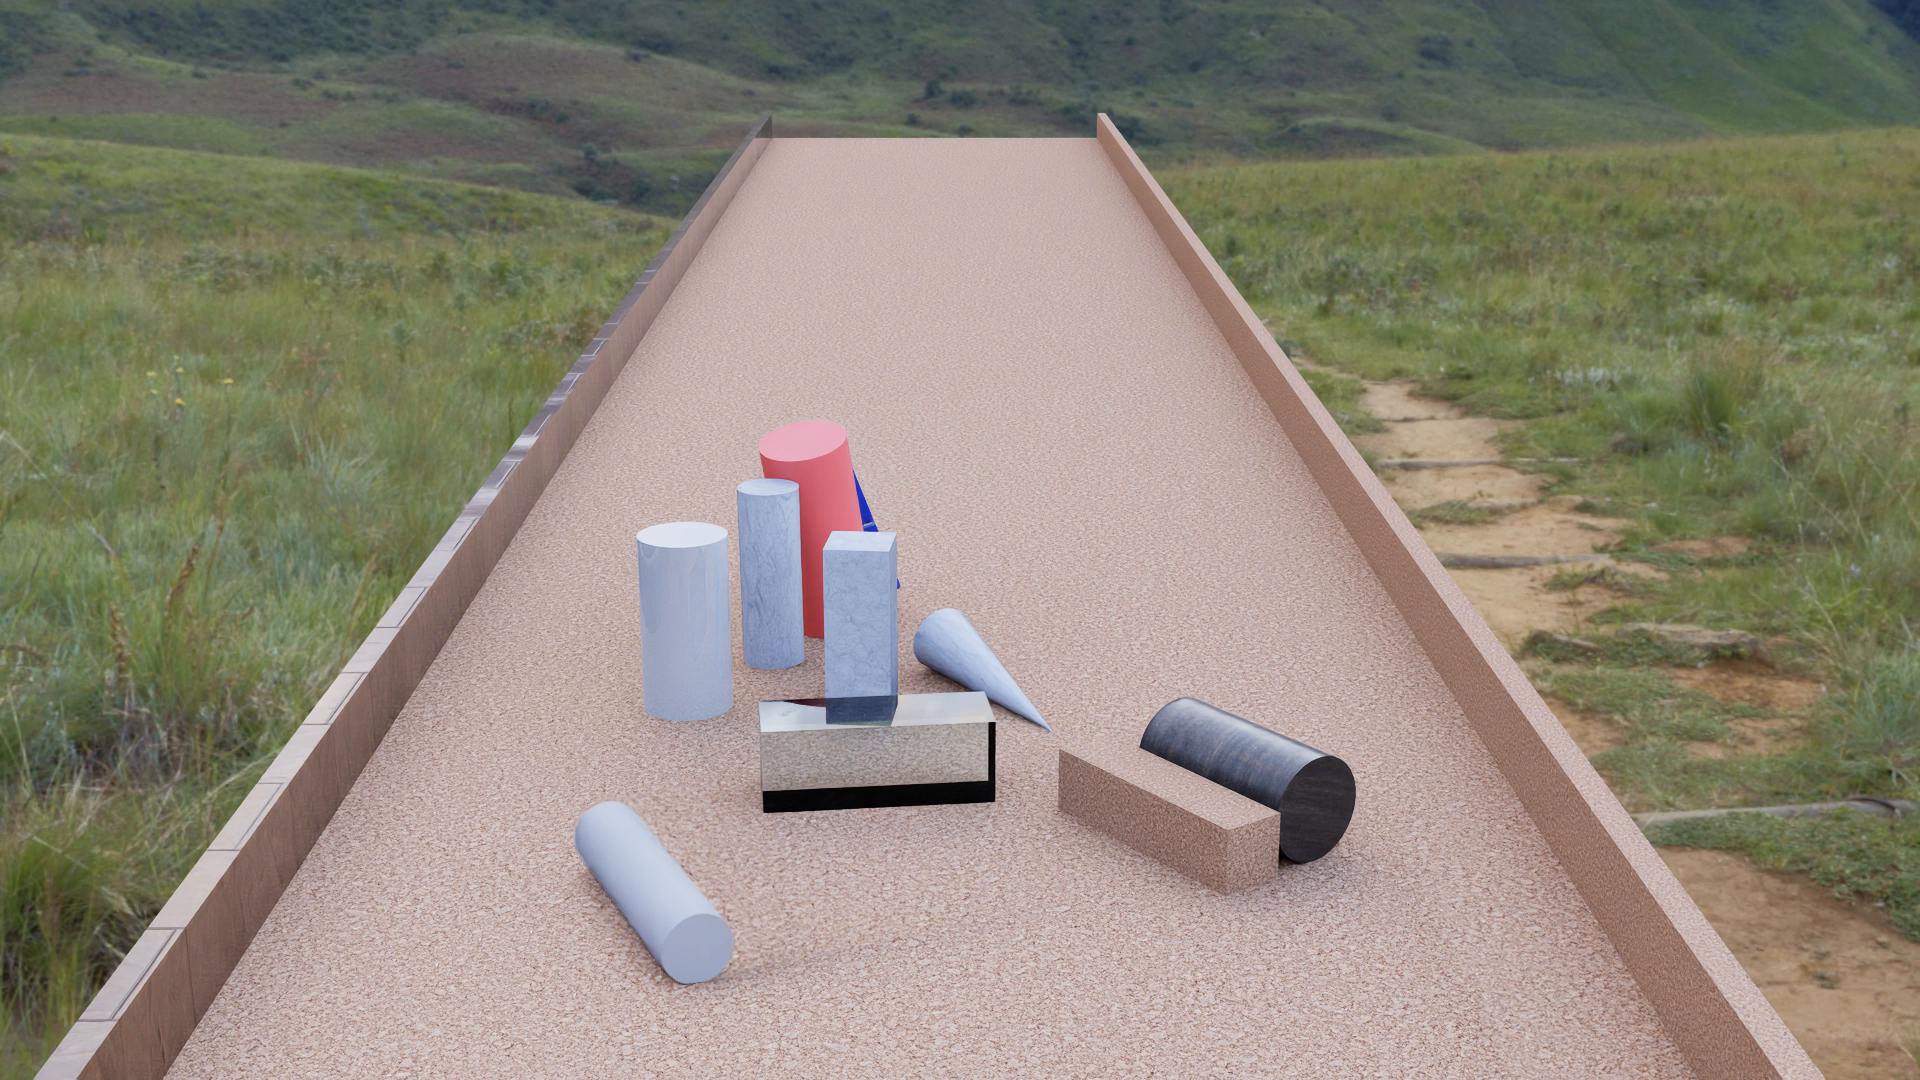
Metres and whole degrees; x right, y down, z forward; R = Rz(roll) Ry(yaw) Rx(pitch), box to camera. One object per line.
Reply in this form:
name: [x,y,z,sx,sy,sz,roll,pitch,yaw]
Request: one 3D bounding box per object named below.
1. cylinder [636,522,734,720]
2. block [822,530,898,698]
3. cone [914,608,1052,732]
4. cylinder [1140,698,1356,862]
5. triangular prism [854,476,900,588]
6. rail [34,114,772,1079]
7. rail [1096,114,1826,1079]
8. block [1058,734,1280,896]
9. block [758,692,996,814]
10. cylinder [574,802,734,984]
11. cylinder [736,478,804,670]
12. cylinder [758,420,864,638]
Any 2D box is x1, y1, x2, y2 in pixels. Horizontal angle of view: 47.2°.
cylinder: [-0.515,0.151,4.126,0.169,0.337,0.169,0,17,0]
block: [-0.186,0.154,4.149,0.123,0.319,0.123,1,17,5]
cone: [0.068,0.274,4.193,0.129,0.129,0.410,-10,28,-30]
cylinder: [0.467,0.389,3.607,0.178,0.178,0.328,-12,20,-35]
triangular prism: [-0.258,-0.047,4.687,0.144,0.351,0.125,-19,30,3]
rail: [-1.118,-0.838,7.780,0.050,0.150,12.000,0,17,-1]
rail: [0.932,-0.844,7.801,0.050,0.150,12.000,0,17,-1]
block: [0.332,0.439,3.558,0.110,0.110,0.412,-12,20,-34]
block: [-0.143,0.361,3.757,0.392,0.146,0.146,-2,17,-7]
cylinder: [-0.464,0.520,3.290,0.107,0.107,0.439,-8,18,-24]
cylinder: [-0.375,0.067,4.367,0.122,0.359,0.122,-1,17,0]
cylinder: [-0.289,-0.021,4.514,0.179,0.414,0.179,-6,29,4]
